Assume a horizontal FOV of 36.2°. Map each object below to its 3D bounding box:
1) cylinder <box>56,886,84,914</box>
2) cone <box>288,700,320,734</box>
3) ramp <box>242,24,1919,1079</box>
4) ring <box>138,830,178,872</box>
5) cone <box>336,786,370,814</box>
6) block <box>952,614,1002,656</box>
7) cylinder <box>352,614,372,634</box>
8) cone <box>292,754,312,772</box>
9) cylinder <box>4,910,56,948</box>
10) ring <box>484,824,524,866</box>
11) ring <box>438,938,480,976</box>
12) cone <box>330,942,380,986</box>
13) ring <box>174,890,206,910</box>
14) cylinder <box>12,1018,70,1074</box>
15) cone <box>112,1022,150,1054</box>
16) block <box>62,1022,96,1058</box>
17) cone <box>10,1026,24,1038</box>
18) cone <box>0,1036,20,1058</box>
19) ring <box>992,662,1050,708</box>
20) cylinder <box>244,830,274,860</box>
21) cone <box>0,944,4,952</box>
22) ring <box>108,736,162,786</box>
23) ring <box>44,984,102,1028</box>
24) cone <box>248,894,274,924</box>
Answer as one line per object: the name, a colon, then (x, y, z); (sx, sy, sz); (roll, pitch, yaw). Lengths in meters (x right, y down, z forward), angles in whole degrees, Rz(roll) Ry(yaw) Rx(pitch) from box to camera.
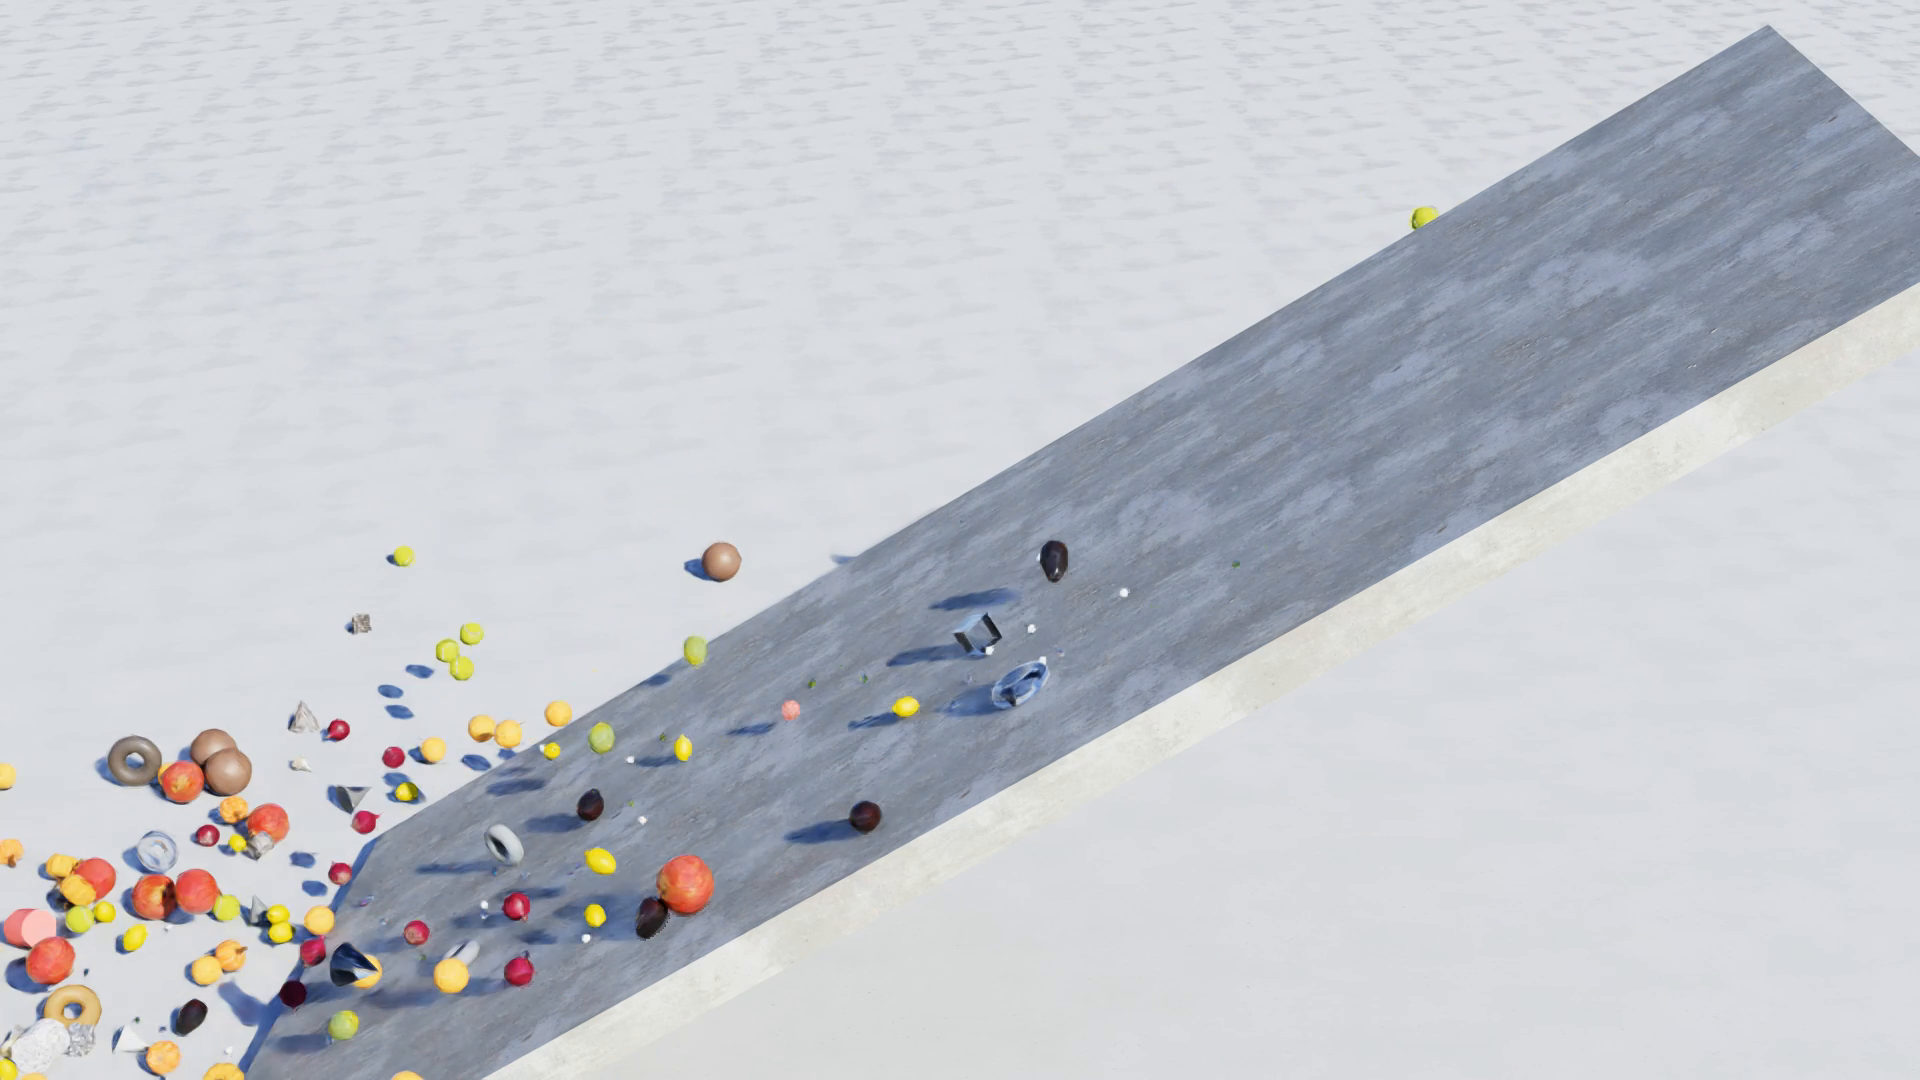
cylinder: (-2.244, 0.909, 7.421); (0.053, 0.053, 0.053); (24, 18, -9)
cone: (-1.904, 0.502, 8.526); (0.092, 0.092, 0.092); (0, 20, 0)
ramp: (0.140, 0.170, 6.292); (4.000, 0.100, 2.000); (-30, 15, 13)
ring: (-2.065, 0.802, 7.577); (0.111, 0.111, 0.037); (4, 14, 12)
cone: (-1.635, 0.688, 7.988); (0.083, 0.083, 0.083); (-25, 31, -35)
block: (0.036, 0.197, 6.112); (0.061, 0.061, 0.061); (-42, 17, -28)
cylinder: (-1.881, 0.263, 9.238); (0.054, 0.054, 0.054); (-9, 21, -15)
cone: (-1.839, 0.636, 8.256); (0.052, 0.052, 0.052); (35, 31, 13)
cylinder: (-2.286, 0.955, 7.233); (0.093, 0.093, 0.093); (-6, 10, 46)
ring: (-1.039, 0.694, 6.697); (0.109, 0.109, 0.036); (16, 41, 37)
ring: (-1.074, 0.893, 6.302); (0.103, 0.034, 0.103); (-32, 16, 10)
cone: (-1.270, 0.909, 6.245); (0.097, 0.097, 0.097); (6, 20, 25)
ring: (-1.957, 0.915, 7.477); (0.080, 0.027, 0.080); (1, 21, 0)
cylinder: (-2.098, 1.155, 6.710); (0.094, 0.094, 0.094); (4, 21, 12)
cone: (-1.902, 1.160, 6.784); (0.078, 0.078, 0.078); (24, 15, -14)
block: (-2.032, 1.153, 6.777); (0.054, 0.054, 0.054); (5, 20, 14)
cone: (-2.158, 1.154, 6.793); (0.055, 0.055, 0.055); (16, 21, 3)
cone: (-2.159, 1.180, 6.742); (0.060, 0.060, 0.060); (40, 36, 20)
ring: (0.117, 0.281, 5.714); (0.126, 0.042, 0.126); (-32, 14, 9)
cylinder: (-1.837, 0.800, 7.714); (0.054, 0.054, 0.054); (14, 37, 34)
cone: (-2.370, 1.002, 7.237); (0.052, 0.052, 0.052); (30, 26, 7)
ring: (-2.281, 0.611, 8.130); (0.148, 0.148, 0.049); (-2, 17, -6)
ring: (-2.071, 1.100, 6.865); (0.130, 0.043, 0.130); (6, 60, -10)
cone: (-1.757, 0.915, 7.357); (0.067, 0.067, 0.067); (-15, 11, 3)
